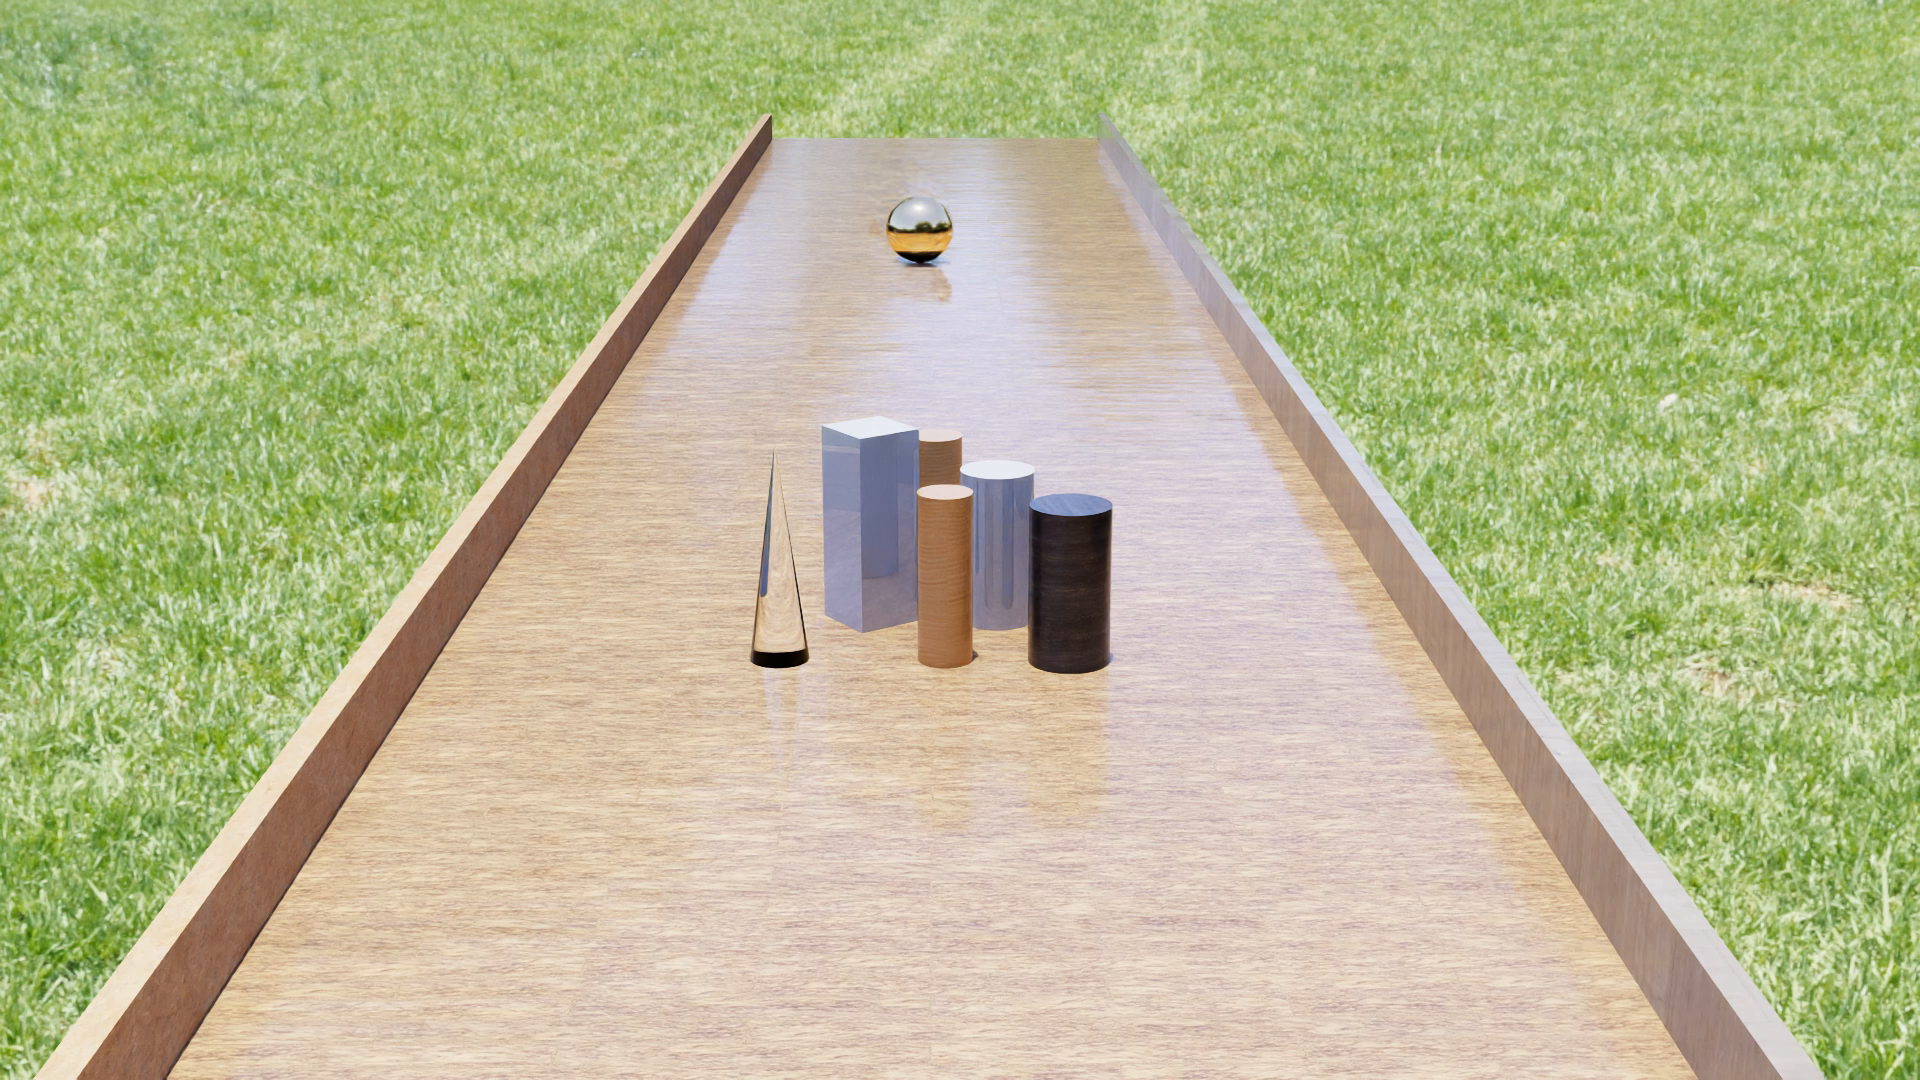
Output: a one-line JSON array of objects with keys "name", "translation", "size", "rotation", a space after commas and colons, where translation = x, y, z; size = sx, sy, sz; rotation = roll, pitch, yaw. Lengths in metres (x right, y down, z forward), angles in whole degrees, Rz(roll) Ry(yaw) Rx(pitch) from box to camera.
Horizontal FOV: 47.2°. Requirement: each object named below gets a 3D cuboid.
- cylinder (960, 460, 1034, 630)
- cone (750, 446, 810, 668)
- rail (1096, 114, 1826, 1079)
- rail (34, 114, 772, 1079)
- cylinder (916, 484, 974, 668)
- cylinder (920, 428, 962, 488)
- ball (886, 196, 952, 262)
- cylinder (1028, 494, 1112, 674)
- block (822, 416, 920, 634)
[{"name": "cylinder", "translation": [0.078, 0.010, 4.618], "size": [0.156, 0.328, 0.156], "rotation": [0, 17, 0]}, {"name": "cone", "translation": [-0.363, 0.024, 4.362], "size": [0.120, 0.447, 0.120], "rotation": [0, 17, 0]}, {"name": "rail", "translation": [0.932, -0.844, 7.801], "size": [0.050, 0.150, 12.000], "rotation": [0, 17, -1]}, {"name": "rail", "translation": [-1.118, -0.838, 7.780], "size": [0.050, 0.150, 12.000], "rotation": [0, 17, -1]}, {"name": "cylinder", "translation": [-0.029, 0.072, 4.372], "size": [0.111, 0.349, 0.111], "rotation": [0, 17, 0]}, {"name": "cylinder", "translation": [-0.054, -0.068, 4.862], "size": [0.119, 0.338, 0.119], "rotation": [0, 17, 0]}, {"name": "ball", "translation": [-0.166, -1.278, 9.044], "size": [0.273, 0.273, 0.273], "rotation": [0, 17, 0]}, {"name": "cylinder", "translation": [0.218, 0.086, 4.369], "size": [0.164, 0.325, 0.164], "rotation": [0, 17, 0]}, {"name": "block", "translation": [-0.186, -0.034, 4.612], "size": [0.146, 0.416, 0.146], "rotation": [-11, 20, -34]}]
